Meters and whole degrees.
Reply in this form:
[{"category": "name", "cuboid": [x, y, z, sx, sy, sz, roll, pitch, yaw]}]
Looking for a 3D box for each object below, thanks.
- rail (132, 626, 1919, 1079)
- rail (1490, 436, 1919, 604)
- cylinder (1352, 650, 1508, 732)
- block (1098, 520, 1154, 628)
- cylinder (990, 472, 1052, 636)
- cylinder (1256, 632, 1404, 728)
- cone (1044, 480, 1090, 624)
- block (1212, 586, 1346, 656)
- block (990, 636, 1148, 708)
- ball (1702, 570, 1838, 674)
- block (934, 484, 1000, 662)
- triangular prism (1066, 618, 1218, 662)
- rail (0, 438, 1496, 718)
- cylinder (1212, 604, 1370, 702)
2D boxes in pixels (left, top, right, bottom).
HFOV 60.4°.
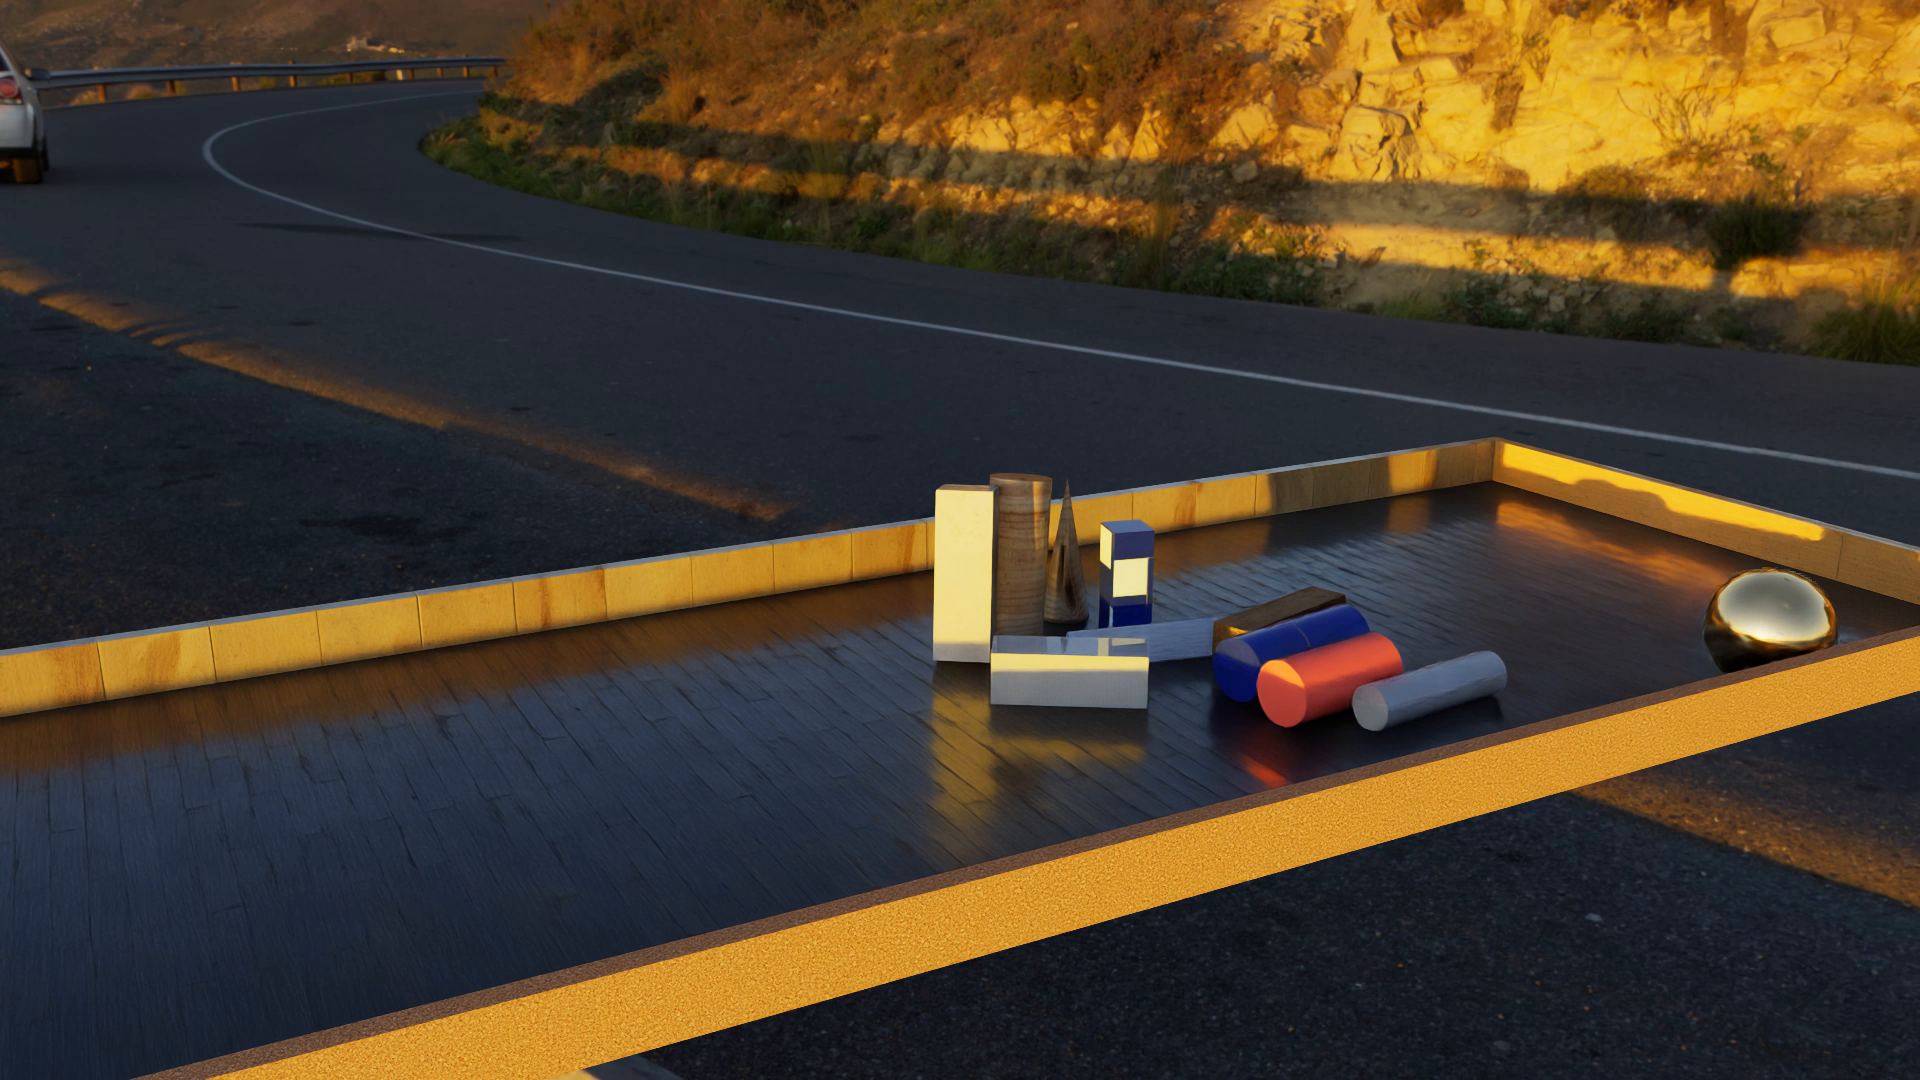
[{"category": "rail", "cuboid": [-2.336, 1.006, 1.665, 12.000, 0.150, 0.050, -9, 18, -27]}, {"category": "rail", "cuboid": [2.466, -0.048, 5.253, 0.050, 0.150, 2.100, -9, 18, -27]}, {"category": "cylinder", "cuboid": [1.126, 0.357, 3.943, 0.419, 0.111, 0.111, -11, 20, -33]}, {"category": "block", "cuboid": [0.440, 0.119, 4.378, 0.109, 0.323, 0.109, -4, 17, -14]}, {"category": "cylinder", "cuboid": [0.149, 0.049, 4.386, 0.166, 0.435, 0.166, 3, 9, -1]}, {"category": "cylinder", "cuboid": [0.884, 0.332, 3.939, 0.329, 0.161, 0.161, -11, 20, -33]}, {"category": "cone", "cuboid": [0.295, 0.021, 4.575, 0.138, 0.399, 0.138, 0, 16, 0]}, {"category": "block", "cuboid": [0.850, 0.231, 4.377, 0.436, 0.108, 0.108, -15, 22, -41]}, {"category": "block", "cuboid": [0.267, 0.321, 4.030, 0.378, 0.131, 0.131, 1, 16, 4]}, {"category": "ball", "cuboid": [1.996, 0.222, 4.065, 0.301, 0.301, 0.301, 0, 16, 0]}, {"category": "block", "cuboid": [0.017, 0.084, 4.261, 0.146, 0.439, 0.146, 2, 8, 7]}, {"category": "triangular prism", "cuboid": [0.478, 0.262, 4.302, 0.419, 0.087, 0.100, -5, 17, -15]}, {"category": "rail", "cuboid": [-3.305, 0.497, 3.399, 12.000, 0.150, 0.050, -9, 18, -27]}, {"category": "cylinder", "cuboid": [0.832, 0.279, 4.122, 0.412, 0.161, 0.161, -13, 21, -37]}]
